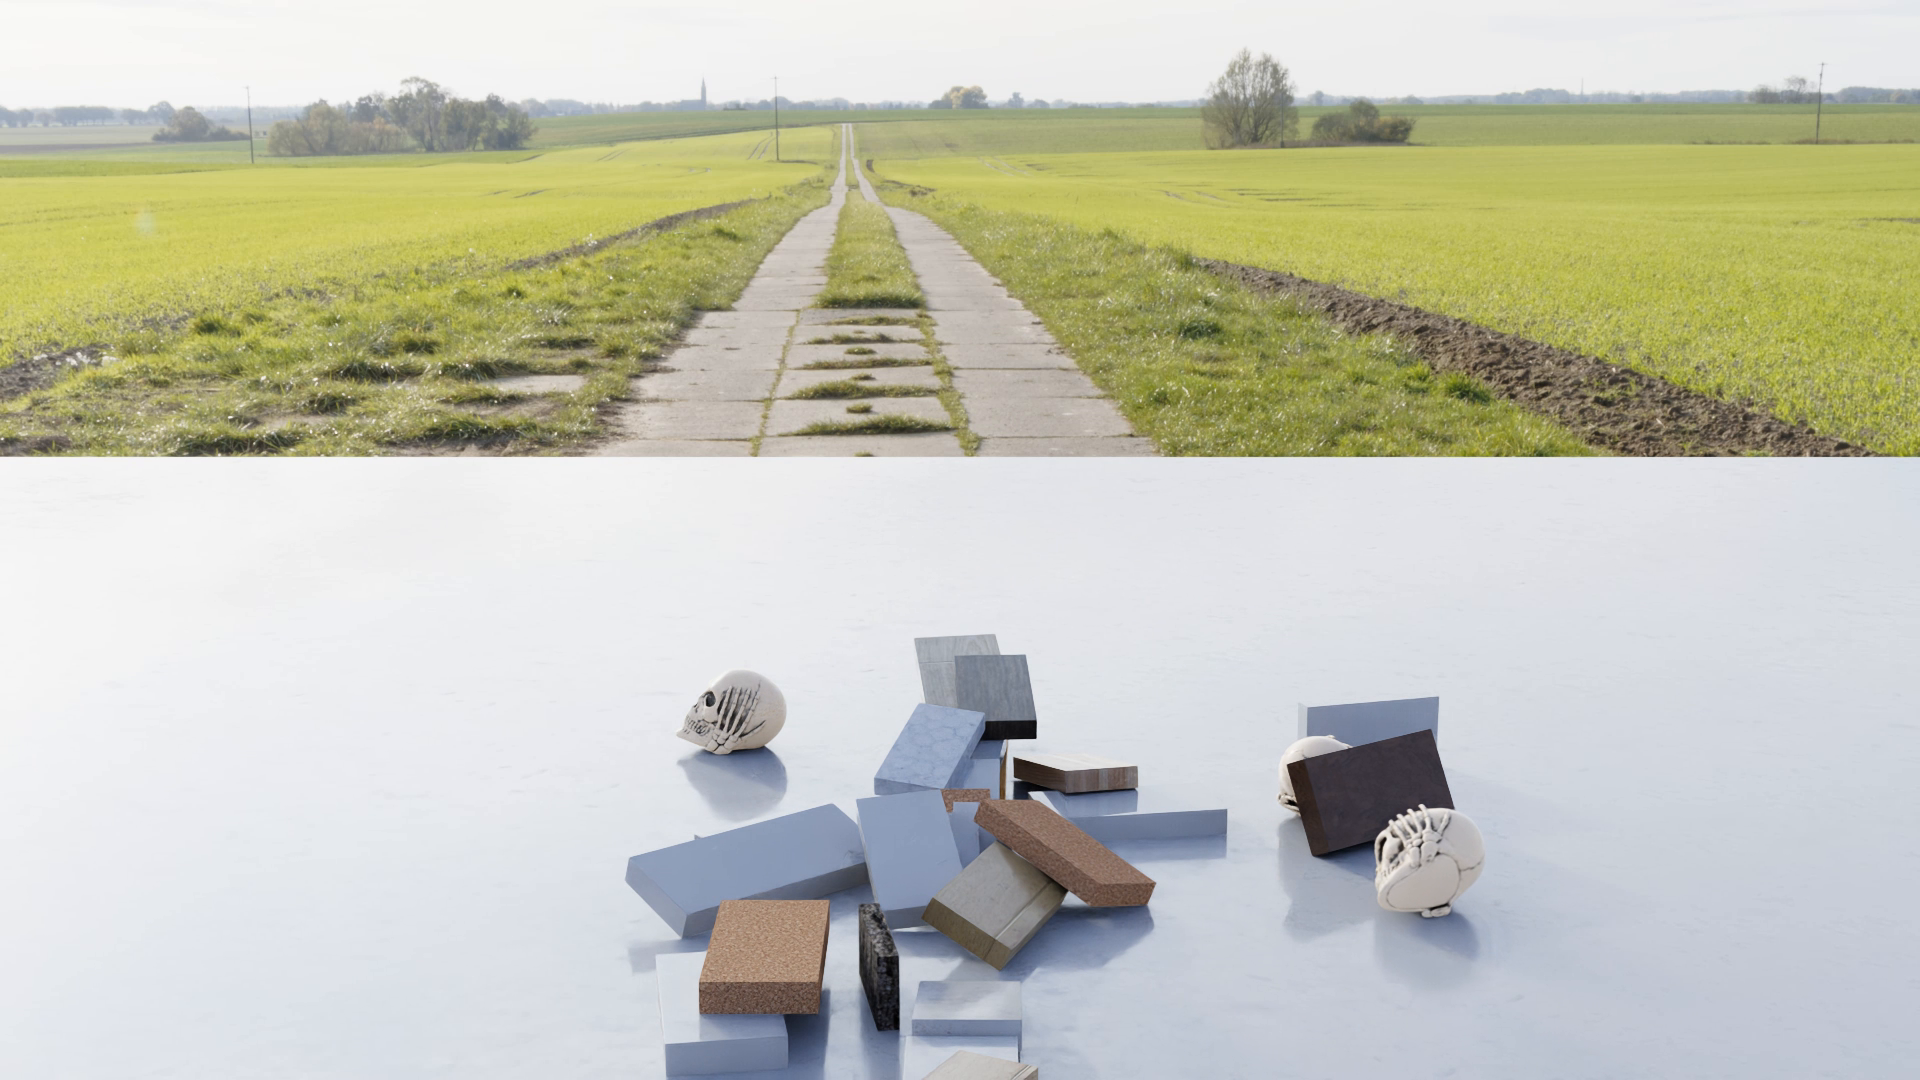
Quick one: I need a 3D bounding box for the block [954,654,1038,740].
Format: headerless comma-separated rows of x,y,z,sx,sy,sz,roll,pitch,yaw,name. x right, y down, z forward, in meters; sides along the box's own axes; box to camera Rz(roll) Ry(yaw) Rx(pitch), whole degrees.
0.067,0.305,4.293,0.144,0.041,0.288,-1,23,-2,block

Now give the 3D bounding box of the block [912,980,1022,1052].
0.012,0.655,3.039,0.145,0.041,0.291,0,-2,1,block

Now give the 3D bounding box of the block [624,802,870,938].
-0.330,0.543,3.647,0.425,0.047,0.165,-10,34,-42,block

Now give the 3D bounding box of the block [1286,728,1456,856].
0.742,0.451,3.952,0.332,0.166,0.047,-8,-12,-36,block

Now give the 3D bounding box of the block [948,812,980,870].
-0.018,0.533,3.669,0.104,0.029,0.208,-4,32,2,block

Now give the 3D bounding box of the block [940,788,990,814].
0.003,0.509,3.818,0.104,0.029,0.208,-1,32,-1,block

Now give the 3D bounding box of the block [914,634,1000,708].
0.005,0.288,4.452,0.171,0.049,0.343,-3,23,-5,block

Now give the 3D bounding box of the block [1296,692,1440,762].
0.811,0.386,4.371,0.288,0.144,0.041,-3,11,-17,block

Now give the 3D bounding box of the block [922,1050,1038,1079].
-0.004,0.680,2.650,0.110,0.031,0.220,6,12,28,block

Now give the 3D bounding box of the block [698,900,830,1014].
-0.281,0.604,3.208,0.165,0.047,0.330,0,11,-1,block

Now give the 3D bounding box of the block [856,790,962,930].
-0.079,0.523,3.618,0.145,0.041,0.291,-6,32,-8,block

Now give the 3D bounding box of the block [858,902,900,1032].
-0.119,0.620,3.207,0.031,0.110,0.220,-2,11,-9,block

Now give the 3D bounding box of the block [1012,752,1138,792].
0.218,0.443,4.201,0.144,0.041,0.288,-2,0,-18,block

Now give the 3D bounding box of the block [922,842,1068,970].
0.060,0.574,3.472,0.145,0.041,0.291,32,19,13,block

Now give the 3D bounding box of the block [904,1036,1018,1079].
0.002,0.698,2.748,0.145,0.041,0.291,0,11,0,block

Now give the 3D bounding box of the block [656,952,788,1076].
-0.343,0.667,3.128,0.165,0.047,0.330,-2,11,-10,block

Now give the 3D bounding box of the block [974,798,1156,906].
0.172,0.517,3.654,0.145,0.041,0.291,8,17,-46,block

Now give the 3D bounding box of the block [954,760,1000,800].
0.005,0.481,3.944,0.131,0.037,0.262,0,28,1,block

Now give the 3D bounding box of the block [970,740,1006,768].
0.004,0.437,4.108,0.131,0.037,0.262,4,28,9,block

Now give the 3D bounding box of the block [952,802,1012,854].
0.037,0.524,3.738,0.104,0.029,0.208,1,32,2,block

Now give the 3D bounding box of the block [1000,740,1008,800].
0.006,0.417,4.269,0.171,0.049,0.343,1,23,3,block

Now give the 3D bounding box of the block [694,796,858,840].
-0.284,0.526,3.883,0.332,0.047,0.166,-9,14,-41,block

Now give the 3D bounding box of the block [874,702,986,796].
-0.053,0.391,4.037,0.131,0.037,0.262,8,29,15,block

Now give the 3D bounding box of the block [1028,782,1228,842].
0.305,0.500,4.027,0.332,0.047,0.166,-2,11,-11,block

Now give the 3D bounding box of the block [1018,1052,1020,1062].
0.006,0.721,2.848,0.145,0.041,0.291,0,11,0,block
